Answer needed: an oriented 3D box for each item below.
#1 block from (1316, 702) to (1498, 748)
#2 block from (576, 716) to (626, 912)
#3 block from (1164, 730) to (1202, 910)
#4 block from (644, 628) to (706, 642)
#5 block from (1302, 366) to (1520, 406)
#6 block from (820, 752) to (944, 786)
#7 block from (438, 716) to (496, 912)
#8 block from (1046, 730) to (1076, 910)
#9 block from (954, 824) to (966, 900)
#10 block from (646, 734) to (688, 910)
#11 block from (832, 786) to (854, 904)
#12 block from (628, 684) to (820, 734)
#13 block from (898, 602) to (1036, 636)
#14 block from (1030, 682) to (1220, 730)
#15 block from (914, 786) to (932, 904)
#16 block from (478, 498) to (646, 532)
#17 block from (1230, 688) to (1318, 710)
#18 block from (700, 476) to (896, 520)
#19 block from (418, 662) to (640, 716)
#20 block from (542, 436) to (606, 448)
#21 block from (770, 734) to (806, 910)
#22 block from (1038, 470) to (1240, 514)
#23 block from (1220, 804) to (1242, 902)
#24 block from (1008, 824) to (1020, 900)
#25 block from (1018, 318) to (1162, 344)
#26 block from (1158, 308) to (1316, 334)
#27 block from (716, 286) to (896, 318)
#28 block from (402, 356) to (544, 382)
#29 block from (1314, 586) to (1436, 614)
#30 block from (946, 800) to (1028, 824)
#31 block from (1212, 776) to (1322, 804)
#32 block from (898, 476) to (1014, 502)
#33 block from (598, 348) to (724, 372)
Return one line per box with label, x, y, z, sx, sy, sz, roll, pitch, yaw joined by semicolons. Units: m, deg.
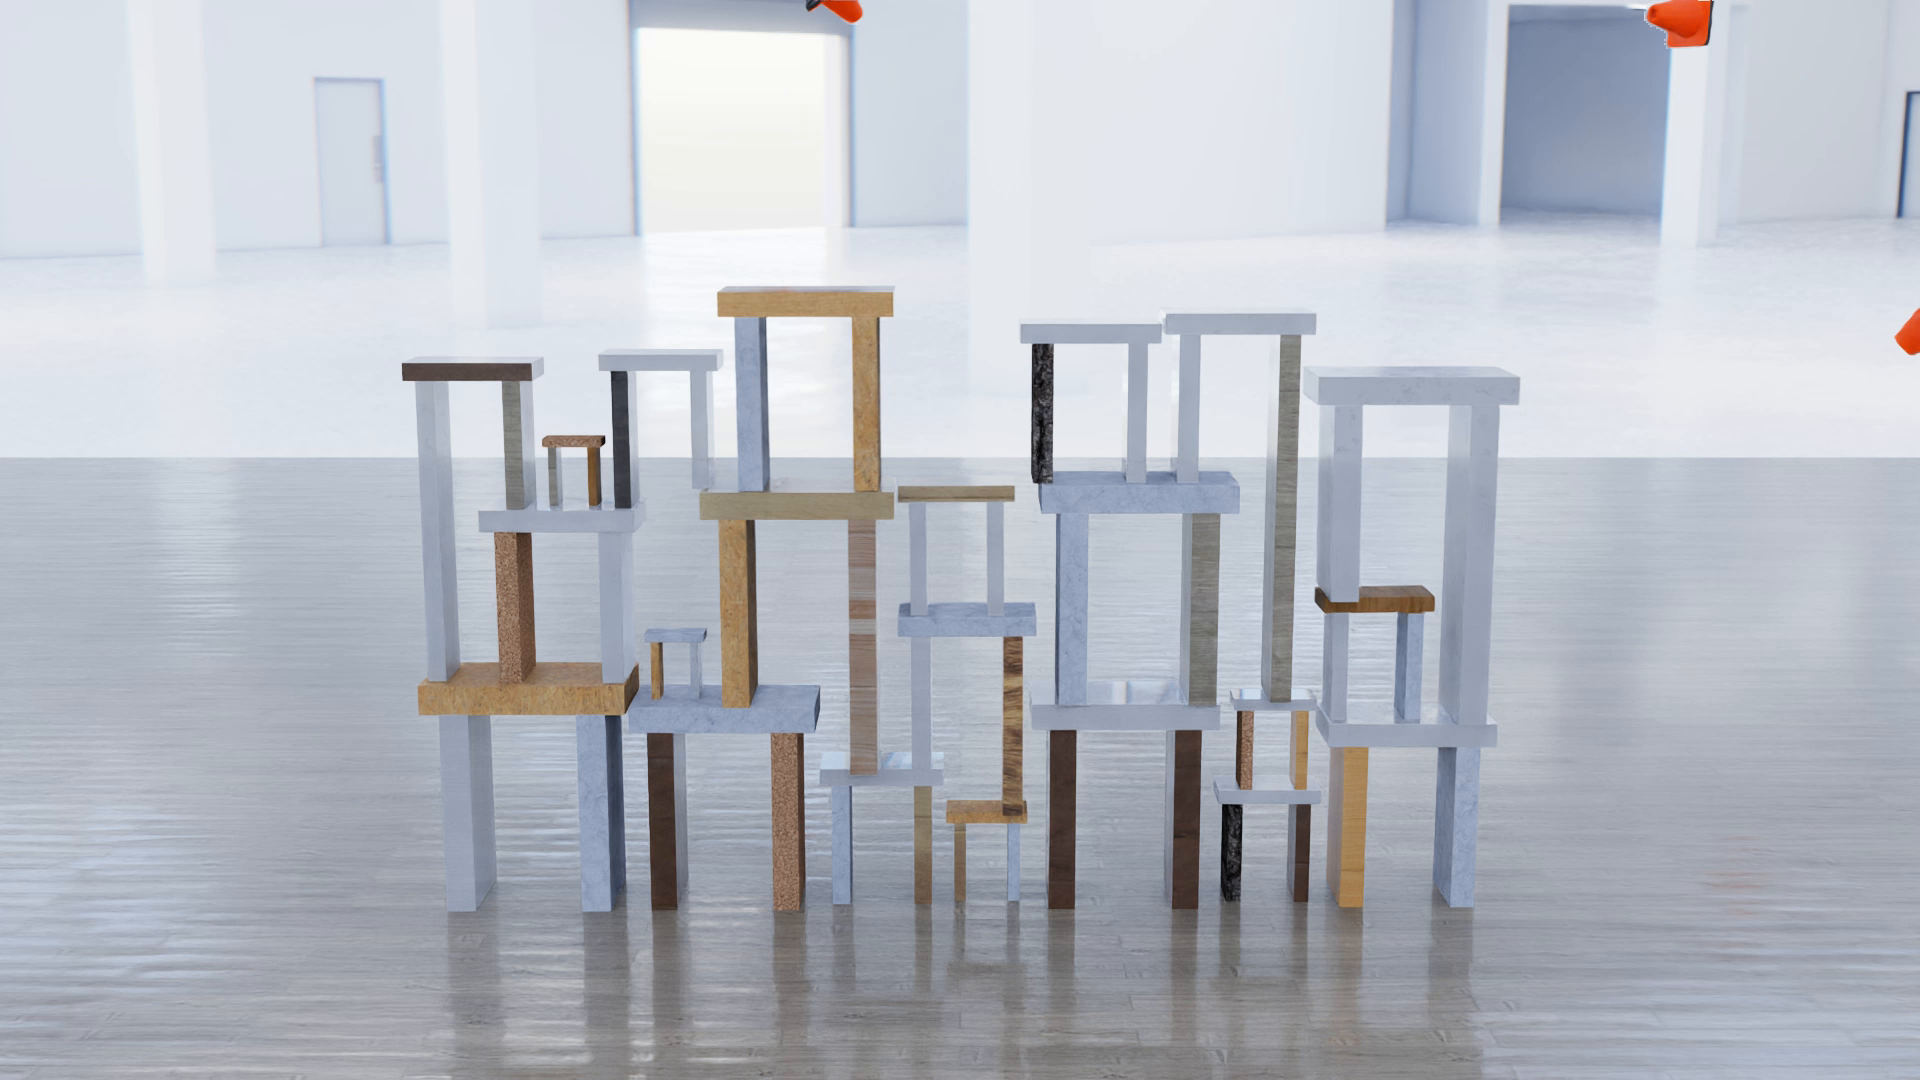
block;0.732;0.304;3.618;0.272;0.039;0.136;0;11;0
block;-0.592;0.428;3.637;0.047;0.330;0.165;0;11;0
block;0.368;0.441;3.642;0.043;0.302;0.151;0;11;0
block;-0.463;0.155;3.585;0.095;0.014;0.048;0;11;0
block;0.717;-0.247;3.514;0.315;0.045;0.158;0;11;0
block;-0.128;0.378;3.630;0.202;0.029;0.101;0;11;0
block;-0.813;0.428;3.637;0.047;0.330;0.165;0;11;0
block;0.167;0.441;3.643;0.043;0.302;0.151;0;11;0
block;0.000;0.525;3.656;0.019;0.133;0.067;0;11;0
block;-0.483;0.444;3.637;0.042;0.299;0.149;0;11;0
block;-0.195;0.491;3.651;0.029;0.202;0.101;0;11;0
block;-0.383;0.276;3.606;0.299;0.042;0.149;0;11;0
block;0.012;0.129;3.586;0.222;0.031;0.111;0;11;1
block;0.267;0.271;3.611;0.302;0.043;0.151;0;11;0
block;-0.061;0.491;3.651;0.029;0.202;0.101;0;11;0
block;-0.640;-0.041;3.548;0.248;0.035;0.124;0;11;0
block;0.513;0.262;3.604;0.134;0.019;0.067;0;11;0
block;-0.257;-0.068;3.542;0.307;0.043;0.153;0;11;0
block;-0.703;0.243;3.602;0.330;0.047;0.165;0;11;0
block;-0.620;-0.159;3.533;0.095;0.013;0.047;0;11;0
block;-0.283;0.444;3.637;0.042;0.299;0.149;0;11;0
block;0.285;-0.078;3.542;0.312;0.044;0.156;0;11;0
block;0.451;0.507;3.657;0.024;0.167;0.084;0;11;0
block;0.089;0.525;3.656;0.019;0.133;0.067;0;11;0
block;0.205;-0.333;3.495;0.221;0.031;0.111;0;11;0
block;0.439;-0.348;3.494;0.236;0.033;0.118;0;11;0
block;-0.240;-0.379;3.487;0.275;0.039;0.137;0;11;0
block;-0.775;-0.273;3.506;0.204;0.029;0.102;0;11;0
block;0.674;0.096;3.579;0.178;0.025;0.089;-1;11;-1
block;0.044;0.450;3.642;0.133;0.019;0.067;0;11;1
block;0.507;0.413;3.639;0.167;0.024;0.084;0;11;0
block;-0.006;-0.082;3.546;0.186;0.026;0.093;0;11;0
block;-0.475;-0.287;3.508;0.187;0.027;0.094;0;11;0
